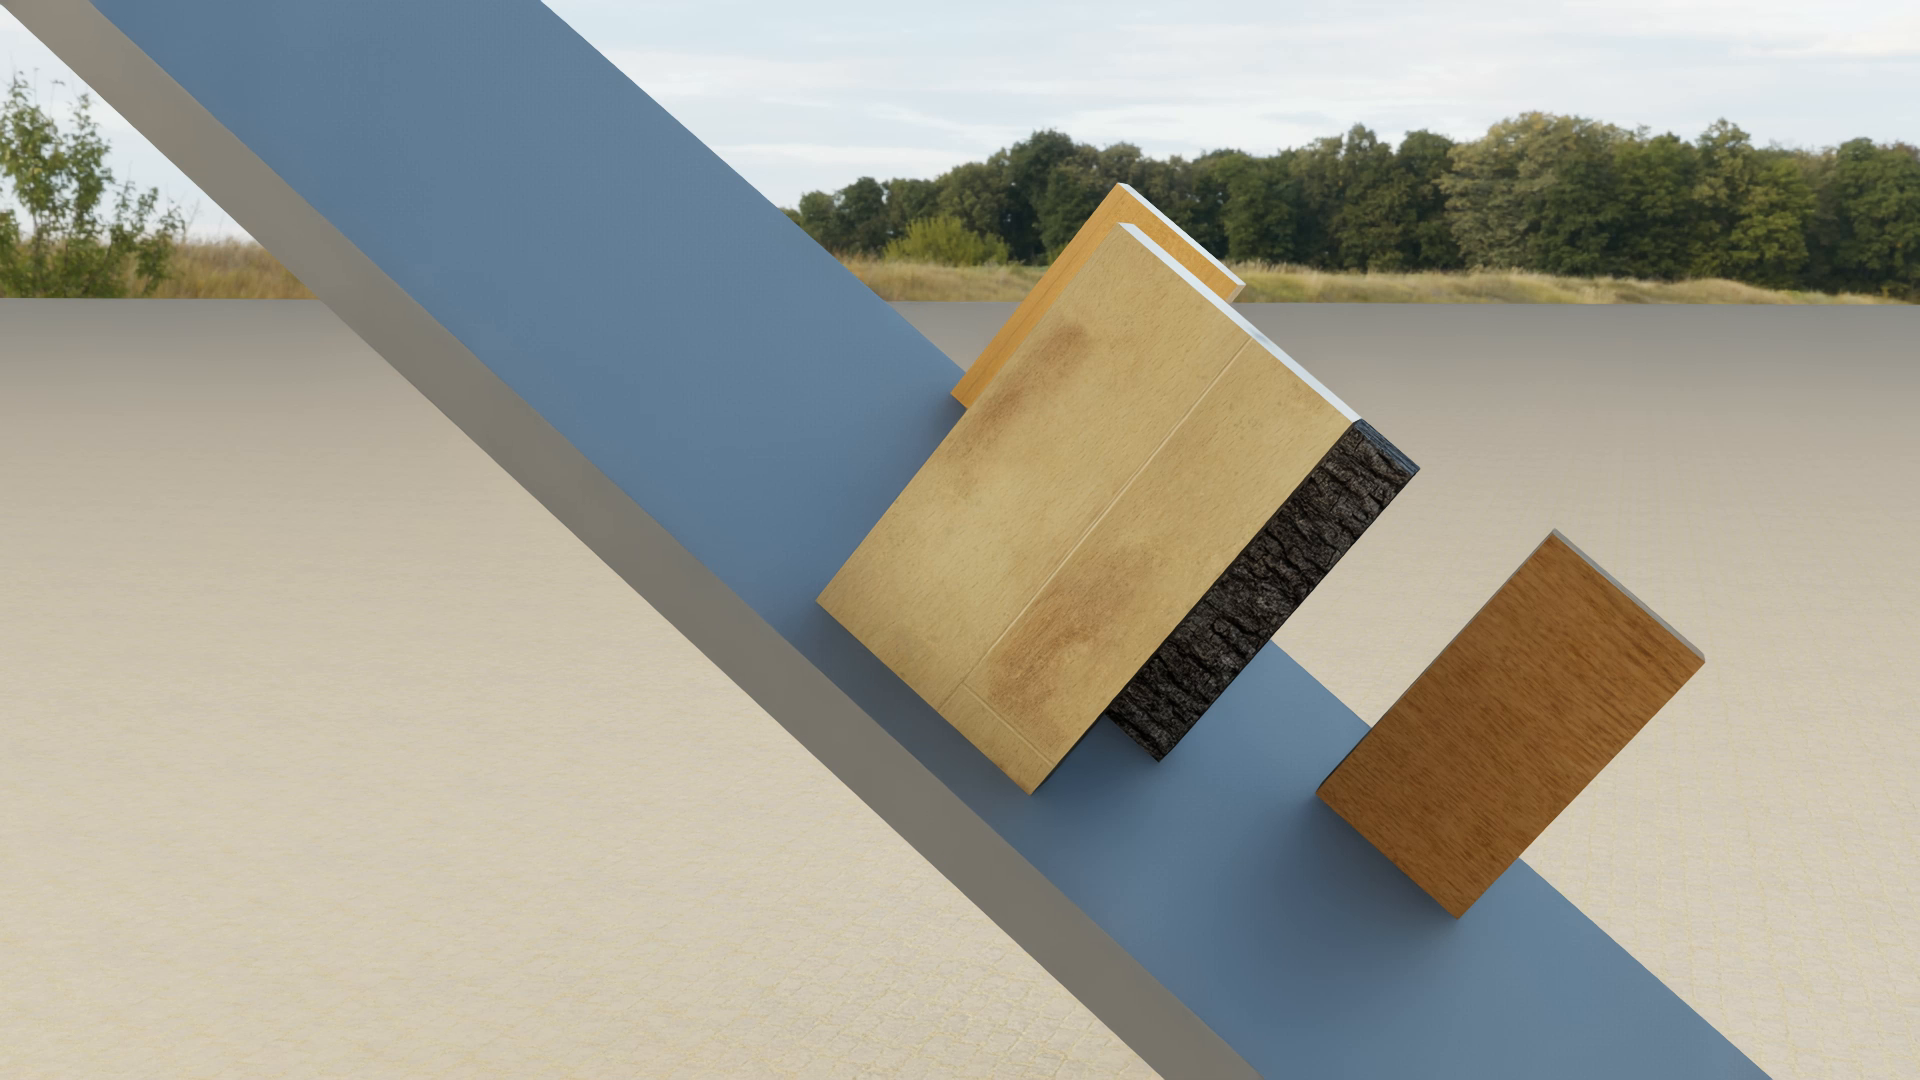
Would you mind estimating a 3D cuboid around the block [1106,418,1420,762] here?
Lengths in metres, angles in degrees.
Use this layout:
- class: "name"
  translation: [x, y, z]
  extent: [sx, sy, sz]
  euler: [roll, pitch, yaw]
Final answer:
- class: "block"
  translation: [0.411, 0.002, 3.716]
  extent: [0.384, 0.642, 0.150]
  euler: [42, 16, 9]

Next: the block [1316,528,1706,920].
- class: "block"
  translation: [1.016, 0.344, 4.092]
  extent: [0.351, 0.660, 0.098]
  euler: [42, 16, 9]

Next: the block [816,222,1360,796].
- class: "block"
  translation: [0.175, -0.041, 3.183]
  extent: [0.429, 0.716, 0.102]
  euler: [42, 16, 9]

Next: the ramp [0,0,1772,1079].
- class: "ramp"
  translation: [0.002, 0.046, 4.039]
  extent: [4.000, 0.100, 2.000]
  euler: [42, 16, 9]

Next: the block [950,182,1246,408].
- class: "block"
  translation: [0.294, -0.431, 4.732]
  extent: [0.335, 0.581, 0.105]
  euler: [42, 16, 9]
